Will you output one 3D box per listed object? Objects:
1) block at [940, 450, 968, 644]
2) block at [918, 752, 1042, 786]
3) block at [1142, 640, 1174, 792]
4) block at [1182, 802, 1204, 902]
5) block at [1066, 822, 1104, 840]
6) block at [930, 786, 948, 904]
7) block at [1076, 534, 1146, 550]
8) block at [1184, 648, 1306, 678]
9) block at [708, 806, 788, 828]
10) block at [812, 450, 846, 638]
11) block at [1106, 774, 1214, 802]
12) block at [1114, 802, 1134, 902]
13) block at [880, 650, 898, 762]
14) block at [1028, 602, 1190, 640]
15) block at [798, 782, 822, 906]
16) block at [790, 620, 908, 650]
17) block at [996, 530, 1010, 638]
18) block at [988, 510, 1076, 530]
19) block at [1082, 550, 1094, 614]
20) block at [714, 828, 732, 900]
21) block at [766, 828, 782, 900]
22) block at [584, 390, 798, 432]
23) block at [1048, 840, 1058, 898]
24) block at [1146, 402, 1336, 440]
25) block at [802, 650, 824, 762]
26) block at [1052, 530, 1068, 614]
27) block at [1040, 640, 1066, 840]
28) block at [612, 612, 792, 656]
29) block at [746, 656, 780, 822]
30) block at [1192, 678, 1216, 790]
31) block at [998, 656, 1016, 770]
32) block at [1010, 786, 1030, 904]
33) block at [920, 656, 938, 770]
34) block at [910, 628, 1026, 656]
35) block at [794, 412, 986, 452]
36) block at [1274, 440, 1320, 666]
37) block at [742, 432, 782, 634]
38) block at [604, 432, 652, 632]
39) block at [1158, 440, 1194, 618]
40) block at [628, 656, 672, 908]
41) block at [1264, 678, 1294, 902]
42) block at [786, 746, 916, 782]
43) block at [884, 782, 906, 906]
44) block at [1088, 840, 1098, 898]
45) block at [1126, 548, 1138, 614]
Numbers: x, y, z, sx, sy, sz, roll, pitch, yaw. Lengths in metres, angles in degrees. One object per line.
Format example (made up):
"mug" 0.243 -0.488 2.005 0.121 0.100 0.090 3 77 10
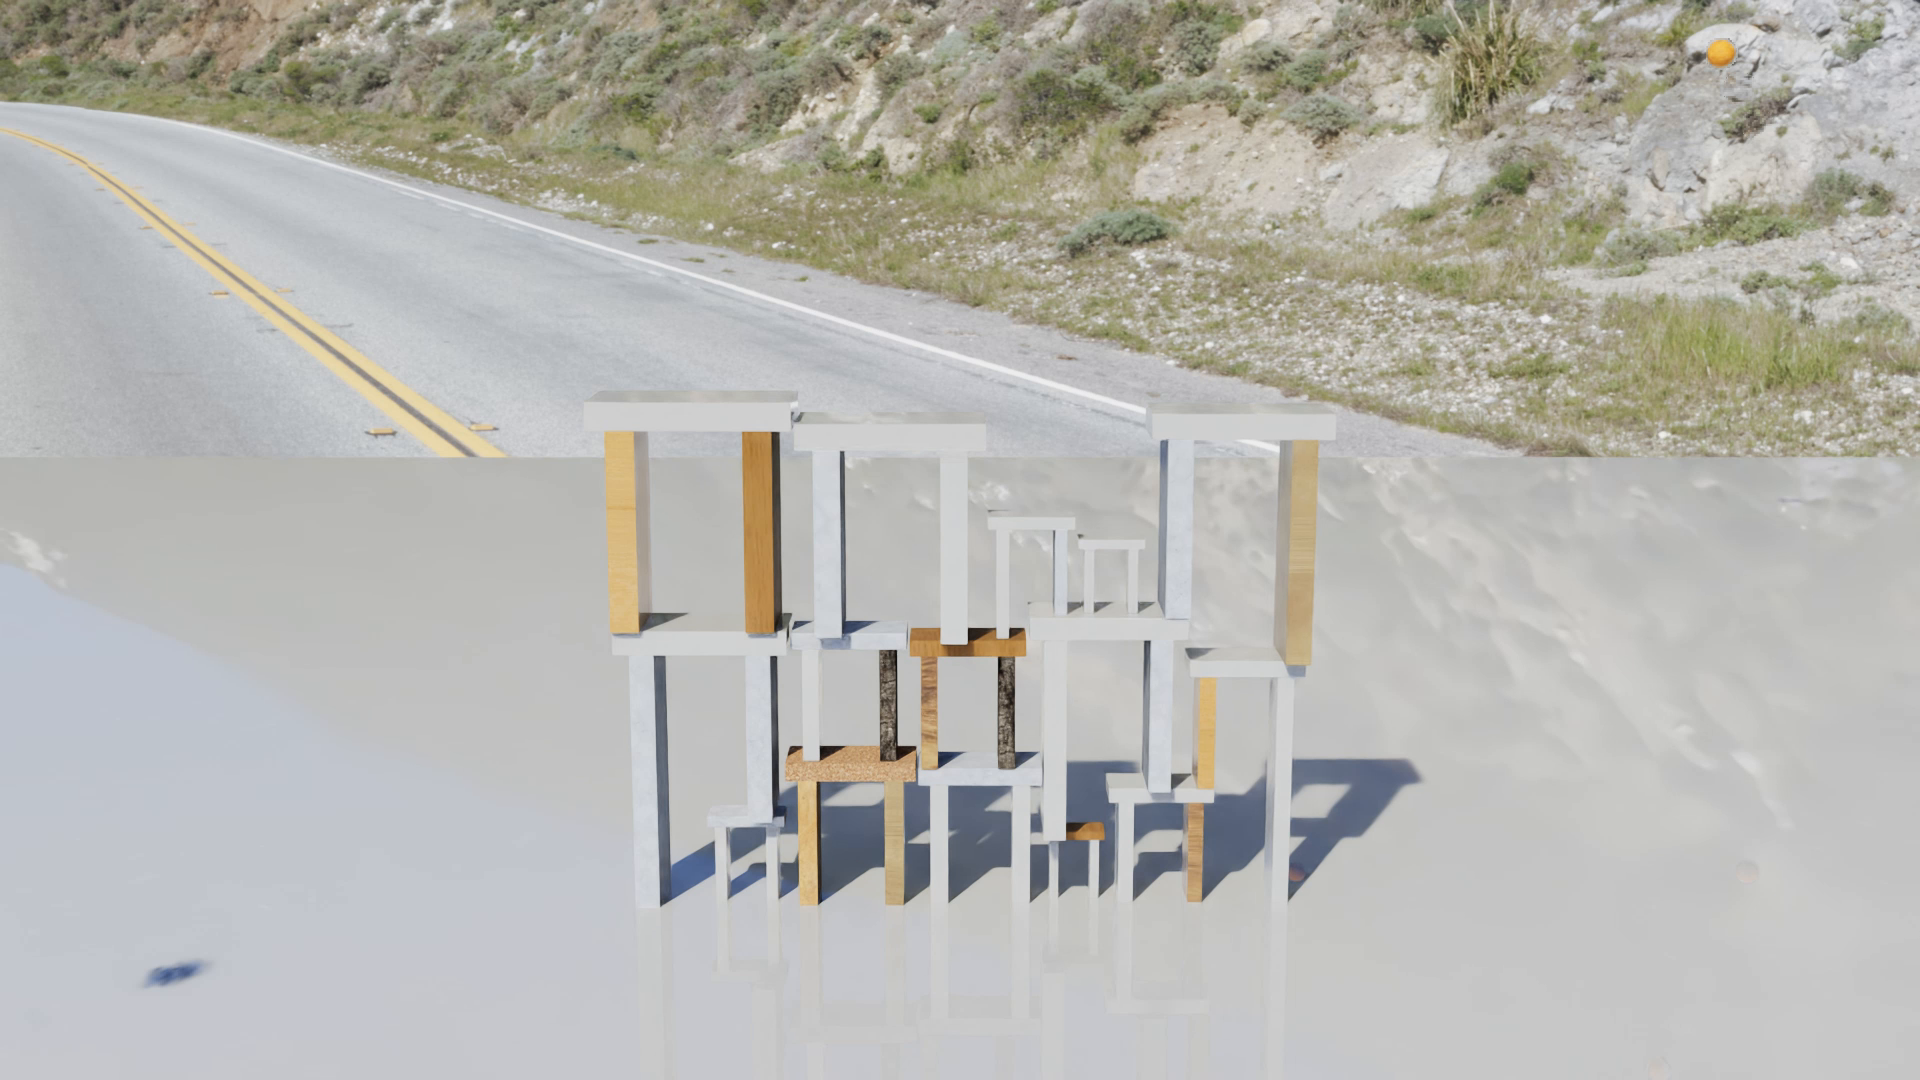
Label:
"block" -0.009 0.000 3.557 0.043 0.312 0.151 0 11 0
"block" 0.033 0.377 3.633 0.202 0.029 0.101 0 11 0
"block" 0.324 0.274 3.608 0.036 0.254 0.127 0 10 0
"block" 0.387 0.506 3.654 0.024 0.171 0.085 0 11 0
"block" 0.189 0.484 3.654 0.100 0.014 0.050 0 11 0
"block" -0.034 0.490 3.654 0.029 0.202 0.101 0 11 0
"block" 0.244 0.002 3.554 0.106 0.015 0.053 0 11 -1
"block" 0.465 0.200 3.599 0.187 0.027 0.094 0 11 0
"block" -0.352 0.457 3.644 0.126 0.018 0.063 0 10 0
"block" -0.210 -0.005 3.556 0.043 0.302 0.151 0 11 0
"block" 0.329 0.410 3.636 0.171 0.024 0.086 0 11 0
"block" 0.272 0.506 3.654 0.024 0.171 0.085 0 11 0
"block" -0.117 0.260 3.610 0.027 0.187 0.094 0 11 0
"block" 0.239 0.131 3.580 0.254 0.036 0.127 0 11 -1
"block" -0.249 0.487 3.646 0.030 0.212 0.106 0 11 0
"block" -0.180 0.155 3.591 0.187 0.027 0.094 0 11 0
"block" 0.069 0.065 3.568 0.020 0.180 0.070 0 10 0
"block" 0.115 -0.033 3.549 0.140 0.020 0.070 0 10 1
"block" 0.208 0.062 3.565 0.015 0.106 0.053 0 11 0
"block" -0.394 0.528 3.657 0.018 0.126 0.063 0 11 0
"block" -0.310 0.528 3.657 0.018 0.126 0.063 0 11 0
"block" -0.427 -0.208 3.526 0.324 0.046 0.162 0 11 0
"block" 0.156 0.540 3.664 0.014 0.100 0.050 0 11 0
"block" 0.448 -0.191 3.526 0.288 0.041 0.144 0 11 1
"block" -0.242 0.260 3.610 0.027 0.187 0.094 0 11 0
"block" 0.162 0.045 3.562 0.020 0.139 0.070 0 10 -1
"block" 0.153 0.314 3.615 0.036 0.335 0.127 0 11 0
"block" -0.418 0.153 3.593 0.280 0.040 0.140 0 11 0
"block" -0.325 0.310 3.622 0.040 0.280 0.140 0 10 0
"block" 0.401 0.306 3.617 0.027 0.187 0.094 0 11 0
"block" 0.076 0.272 3.606 0.027 0.188 0.094 0 11 0
"block" 0.101 0.490 3.654 0.029 0.202 0.101 0 11 0
"block" -0.050 0.272 3.605 0.027 0.188 0.094 0 11 0
"block" 0.013 0.166 3.586 0.188 0.027 0.094 0 11 0
"block" -0.110 -0.175 3.525 0.302 0.043 0.151 0 11 0
"block" 0.543 0.009 3.562 0.041 0.364 0.144 0 11 0
"block" -0.319 -0.026 3.559 0.046 0.324 0.162 0 11 0
"block" -0.535 -0.026 3.559 0.046 0.324 0.162 0 11 0
"block" 0.349 -0.029 3.556 0.041 0.288 0.144 0 11 0
"block" -0.511 0.381 3.635 0.040 0.424 0.140 0 11 0
"block" 0.527 0.402 3.636 0.027 0.382 0.094 0 11 0
"block" -0.178 0.368 3.624 0.211 0.030 0.106 0 11 0
"block" -0.108 0.487 3.646 0.030 0.212 0.106 0 11 0
"block" 0.222 0.540 3.664 0.014 0.100 0.050 0 11 0
"block" 0.279 0.062 3.566 0.015 0.106 0.053 0 10 -1
